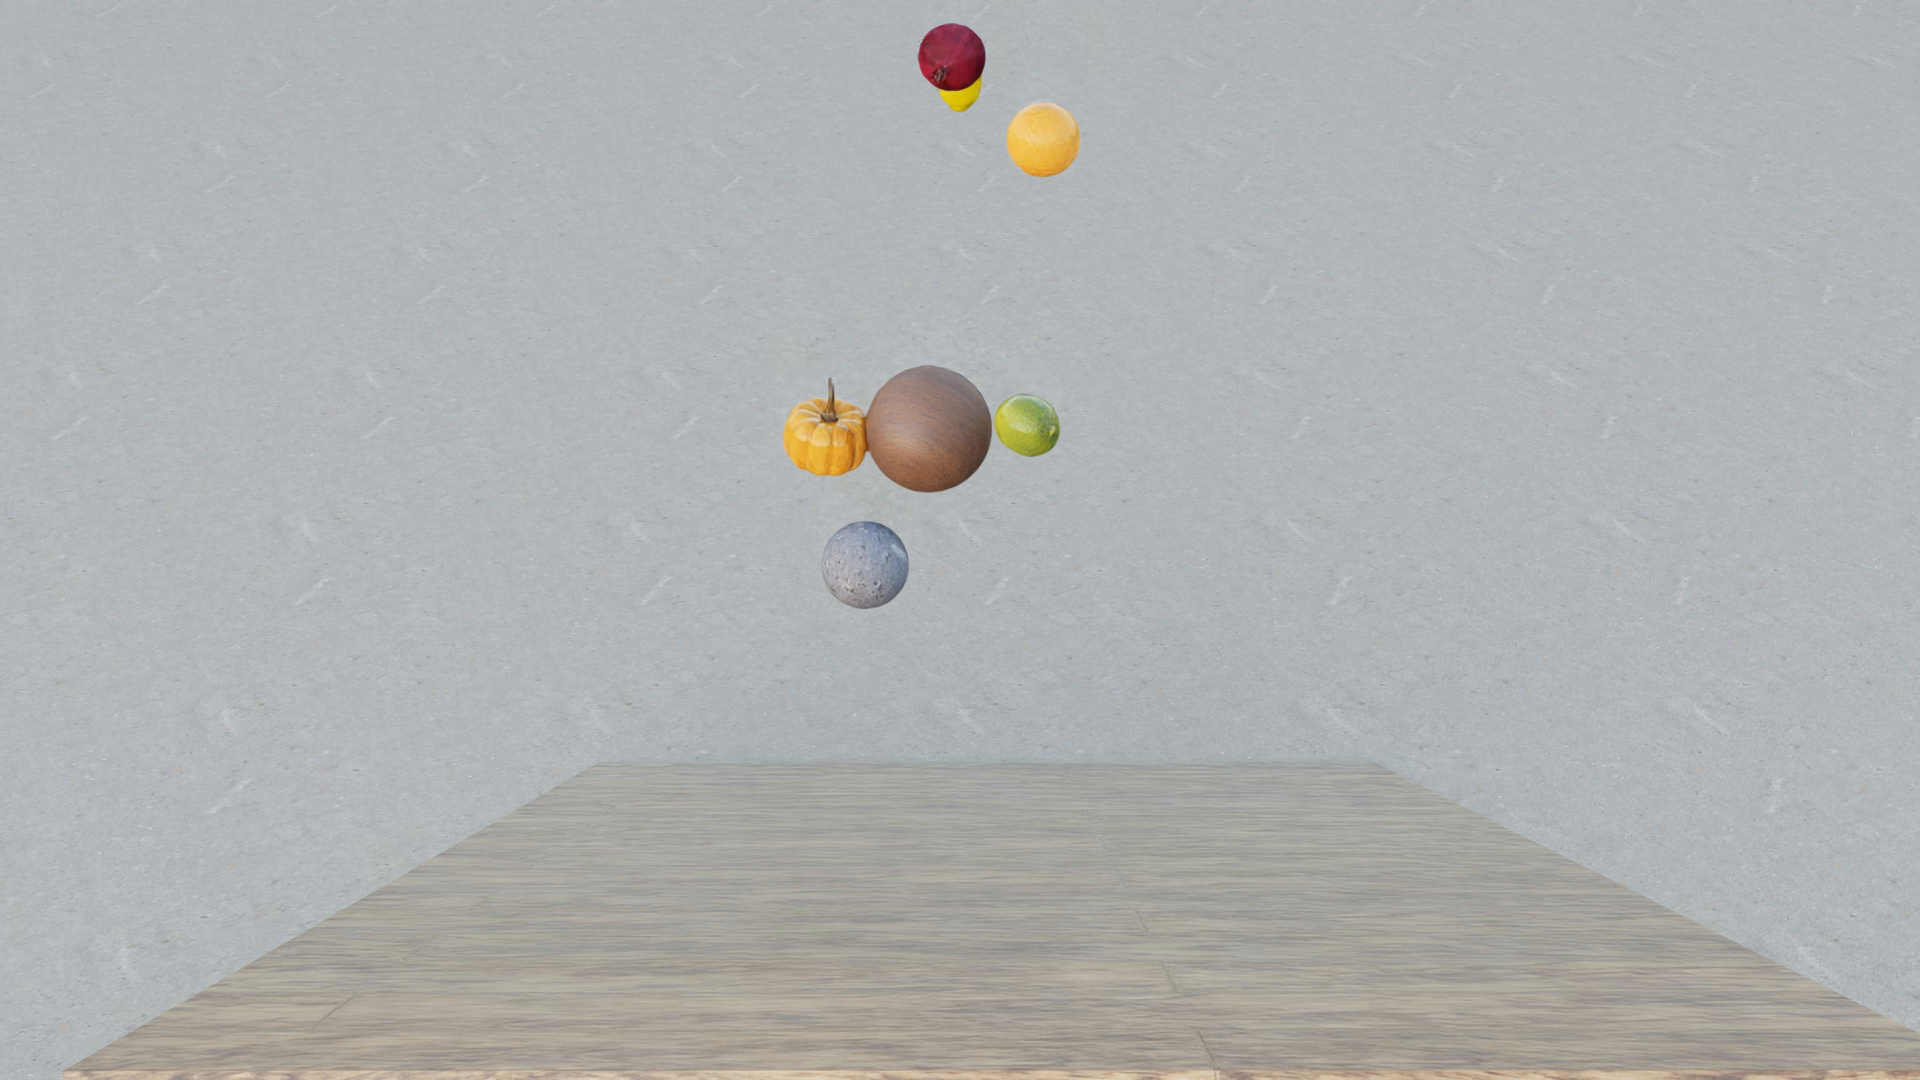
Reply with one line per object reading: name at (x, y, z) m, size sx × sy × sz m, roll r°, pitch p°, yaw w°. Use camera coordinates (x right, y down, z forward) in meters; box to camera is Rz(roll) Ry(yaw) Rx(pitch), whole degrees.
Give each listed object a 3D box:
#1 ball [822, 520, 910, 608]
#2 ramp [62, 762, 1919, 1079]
ball at (-0.095, 0.025, 2.589) m, size 0.088 × 0.088 × 0.088 m, roll 0°, pitch 31°, yaw 0°
ramp at (0.069, 0.612, 4.684) m, size 2.000 × 0.100 × 4.000 m, roll 0°, pitch 0°, yaw 0°
